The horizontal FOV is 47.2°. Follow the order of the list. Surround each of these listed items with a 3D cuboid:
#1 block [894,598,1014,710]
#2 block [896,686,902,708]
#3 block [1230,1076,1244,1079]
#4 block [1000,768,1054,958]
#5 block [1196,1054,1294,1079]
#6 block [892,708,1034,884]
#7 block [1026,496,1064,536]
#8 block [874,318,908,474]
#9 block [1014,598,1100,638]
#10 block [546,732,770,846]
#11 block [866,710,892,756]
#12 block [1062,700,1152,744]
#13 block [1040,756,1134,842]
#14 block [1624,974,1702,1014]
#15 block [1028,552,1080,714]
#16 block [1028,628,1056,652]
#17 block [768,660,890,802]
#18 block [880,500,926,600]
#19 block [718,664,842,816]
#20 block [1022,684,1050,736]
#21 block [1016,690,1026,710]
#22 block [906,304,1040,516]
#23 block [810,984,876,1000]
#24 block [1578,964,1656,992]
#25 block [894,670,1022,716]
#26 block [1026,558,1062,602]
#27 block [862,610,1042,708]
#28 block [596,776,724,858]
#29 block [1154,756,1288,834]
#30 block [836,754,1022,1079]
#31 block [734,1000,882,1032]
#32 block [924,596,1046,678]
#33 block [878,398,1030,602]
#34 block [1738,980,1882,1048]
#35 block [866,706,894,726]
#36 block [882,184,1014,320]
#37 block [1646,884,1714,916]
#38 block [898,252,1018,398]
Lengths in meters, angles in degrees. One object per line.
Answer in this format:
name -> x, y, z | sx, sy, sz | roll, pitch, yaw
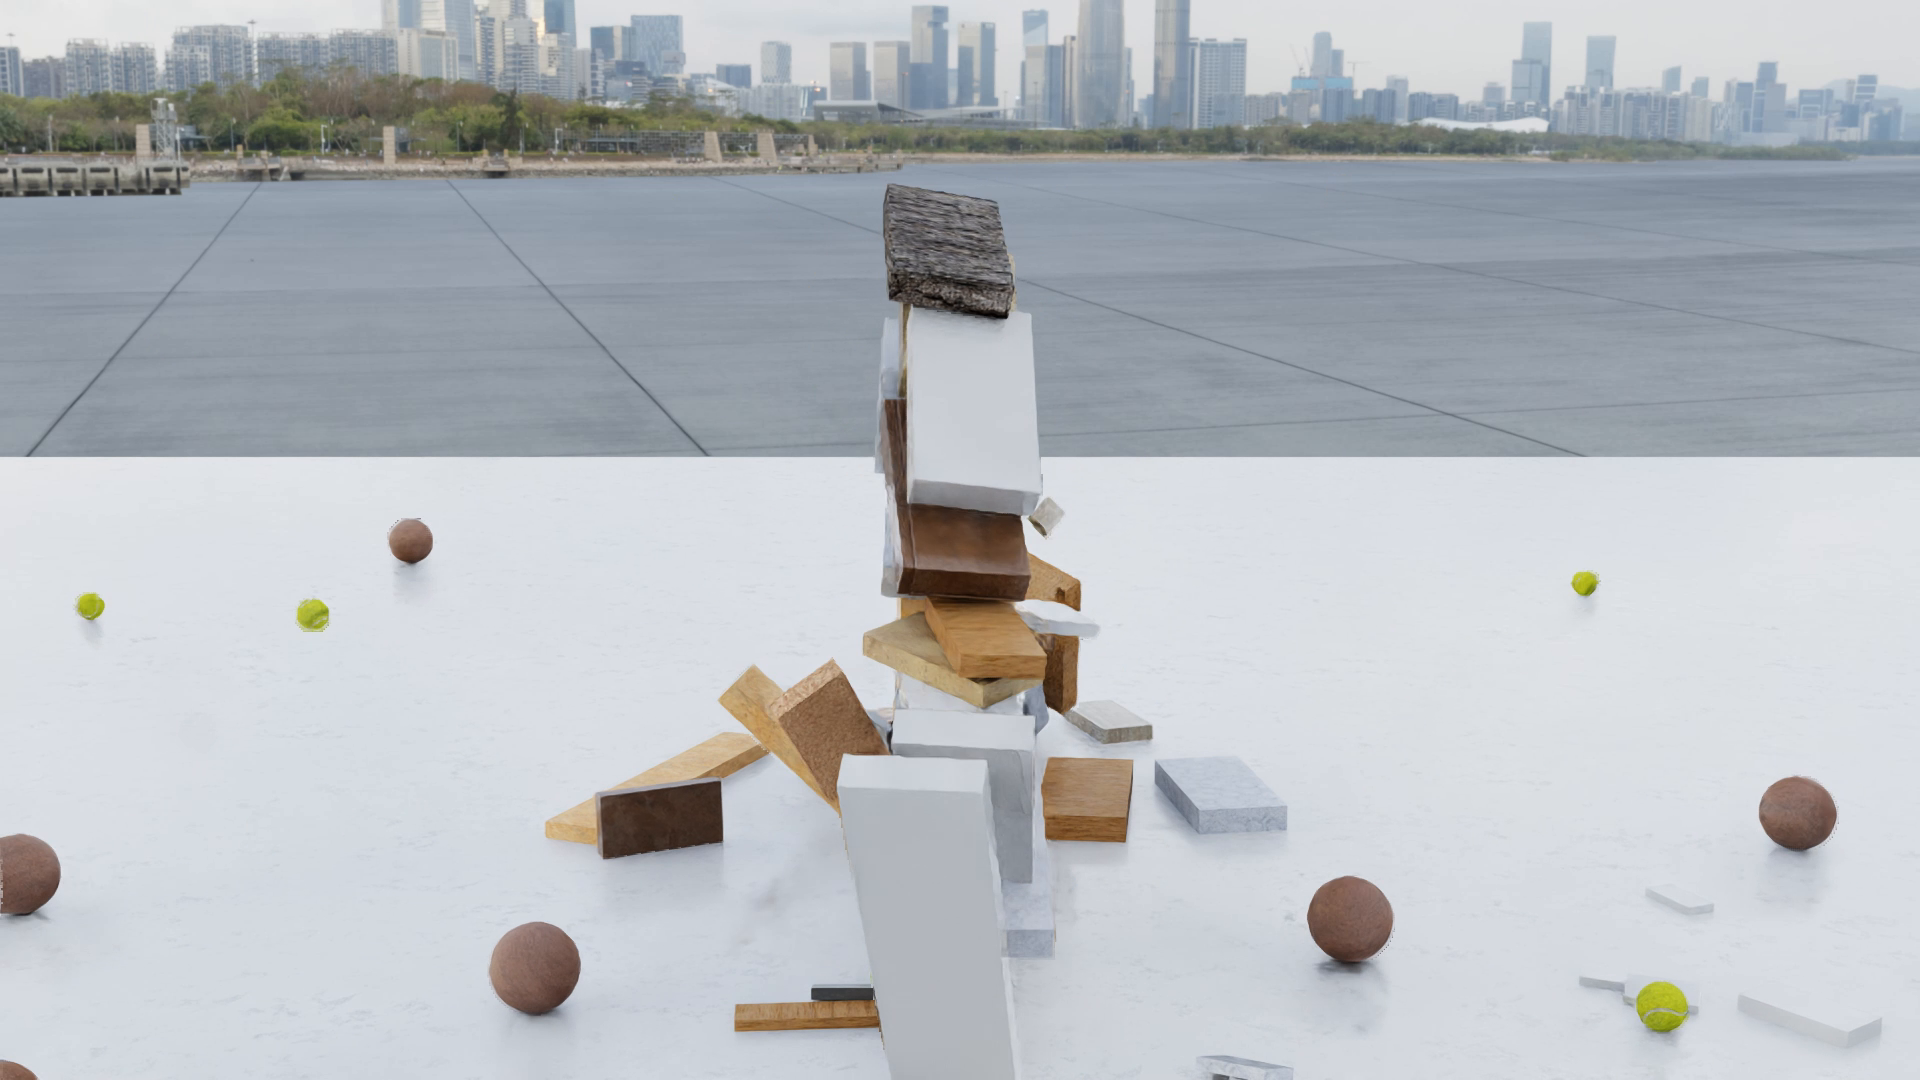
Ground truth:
block -> -0.012, 0.240, 3.350 | 0.173, 0.473, 0.049 | 0, 14, -8
block -> -0.015, 0.183, 3.101 | 0.143, 0.040, 0.285 | 1, 18, 0
block -> 0.430, 0.731, 2.843 | 0.173, 0.024, 0.086 | 3, 11, 13
block -> 0.031, 0.419, 2.884 | 0.164, 0.047, 0.328 | -1, 32, -1
block -> 0.378, 0.703, 2.924 | 0.059, 0.017, 0.119 | 9, -8, -42
block -> 0.008, 0.318, 2.695 | 0.164, 0.328, 0.047 | 3, 54, 4
block -> 0.177, -0.048, 4.496 | 0.015, 0.051, 0.103 | -41, 3, 33
block -> -0.036, -0.215, 3.358 | 0.175, 0.049, 0.376 | 7, 34, -5
block -> 0.169, 0.144, 4.086 | 0.095, 0.027, 0.190 | 31, 13, 35
block -> -0.565, 0.470, 4.230 | 0.111, 0.031, 0.656 | 4, 11, 23
block -> -0.158, 0.403, 4.460 | 0.022, 0.077, 0.154 | -12, 14, -18
block -> 0.313, 0.386, 4.682 | 0.111, 0.031, 0.222 | -4, 11, -19
block -> 0.235, 0.483, 4.119 | 0.165, 0.047, 0.371 | 1, 11, 6
block -> 1.023, 0.660, 3.204 | 0.104, 0.015, 0.052 | 4, 30, 21
block -> 0.170, 0.192, 4.546 | 0.161, 0.321, 0.046 | 29, 44, 35
block -> 0.073, 0.159, 4.018 | 0.190, 0.027, 0.095 | 22, -6, -31
block -> -0.188, 0.280, 3.209 | 0.113, 0.227, 0.032 | -35, 49, -9
block -> -0.022, -0.027, 3.178 | 0.175, 0.049, 0.349 | 5, 31, -3
block -> -0.298, 0.377, 4.104 | 0.330, 0.047, 0.165 | 43, 12, -1
block -> 0.092, 0.256, 4.443 | 0.161, 0.046, 0.465 | 41, -13, 20
block -> 0.006, 0.262, 2.992 | 0.143, 0.040, 0.456 | 3, 18, 4
block -> 0.016, -0.190, 3.092 | 0.174, 0.049, 0.348 | 6, 49, -9
block -> -0.156, 0.659, 3.207 | 0.119, 0.017, 0.059 | 0, -7, 0
block -> 0.980, 0.656, 3.275 | 0.104, 0.015, 0.052 | 5, 12, 24
block -> -0.002, 0.214, 2.893 | 0.143, 0.040, 0.285 | -2, 22, -7
block -> 0.088, 0.129, 4.215 | 0.161, 0.046, 0.321 | 28, 33, -4
block -> -0.011, 0.157, 2.935 | 0.227, 0.032, 0.113 | 21, 29, 40
block -> -0.531, 0.491, 3.894 | 0.222, 0.111, 0.031 | -5, 9, -26
block -> 0.487, 0.478, 4.145 | 0.165, 0.047, 0.330 | -2, 11, -9
block -> -0.028, 0.489, 2.681 | 0.164, 0.644, 0.047 | 1, 45, 8
block -> -0.162, 0.679, 3.146 | 0.319, 0.017, 0.059 | -1, 11, -4
block -> 0.032, 0.127, 2.917 | 0.113, 0.032, 0.227 | 2, 18, -13
block -> -0.011, -0.060, 3.079 | 0.175, 0.049, 0.349 | 4, 43, -11
block -> 1.212, 0.676, 3.139 | 0.086, 0.024, 0.173 | -8, 13, -36
block -> -0.175, 0.389, 4.664 | 0.222, 0.031, 0.111 | -6, 12, -28
block -> -0.022, -0.436, 3.293 | 0.174, 0.049, 0.348 | 8, 28, -8
block -> 1.184, 0.592, 3.619 | 0.052, 0.015, 0.104 | -4, 11, -22
block -> -0.003, -0.328, 3.310 | 0.174, 0.049, 0.348 | 7, 40, -8
